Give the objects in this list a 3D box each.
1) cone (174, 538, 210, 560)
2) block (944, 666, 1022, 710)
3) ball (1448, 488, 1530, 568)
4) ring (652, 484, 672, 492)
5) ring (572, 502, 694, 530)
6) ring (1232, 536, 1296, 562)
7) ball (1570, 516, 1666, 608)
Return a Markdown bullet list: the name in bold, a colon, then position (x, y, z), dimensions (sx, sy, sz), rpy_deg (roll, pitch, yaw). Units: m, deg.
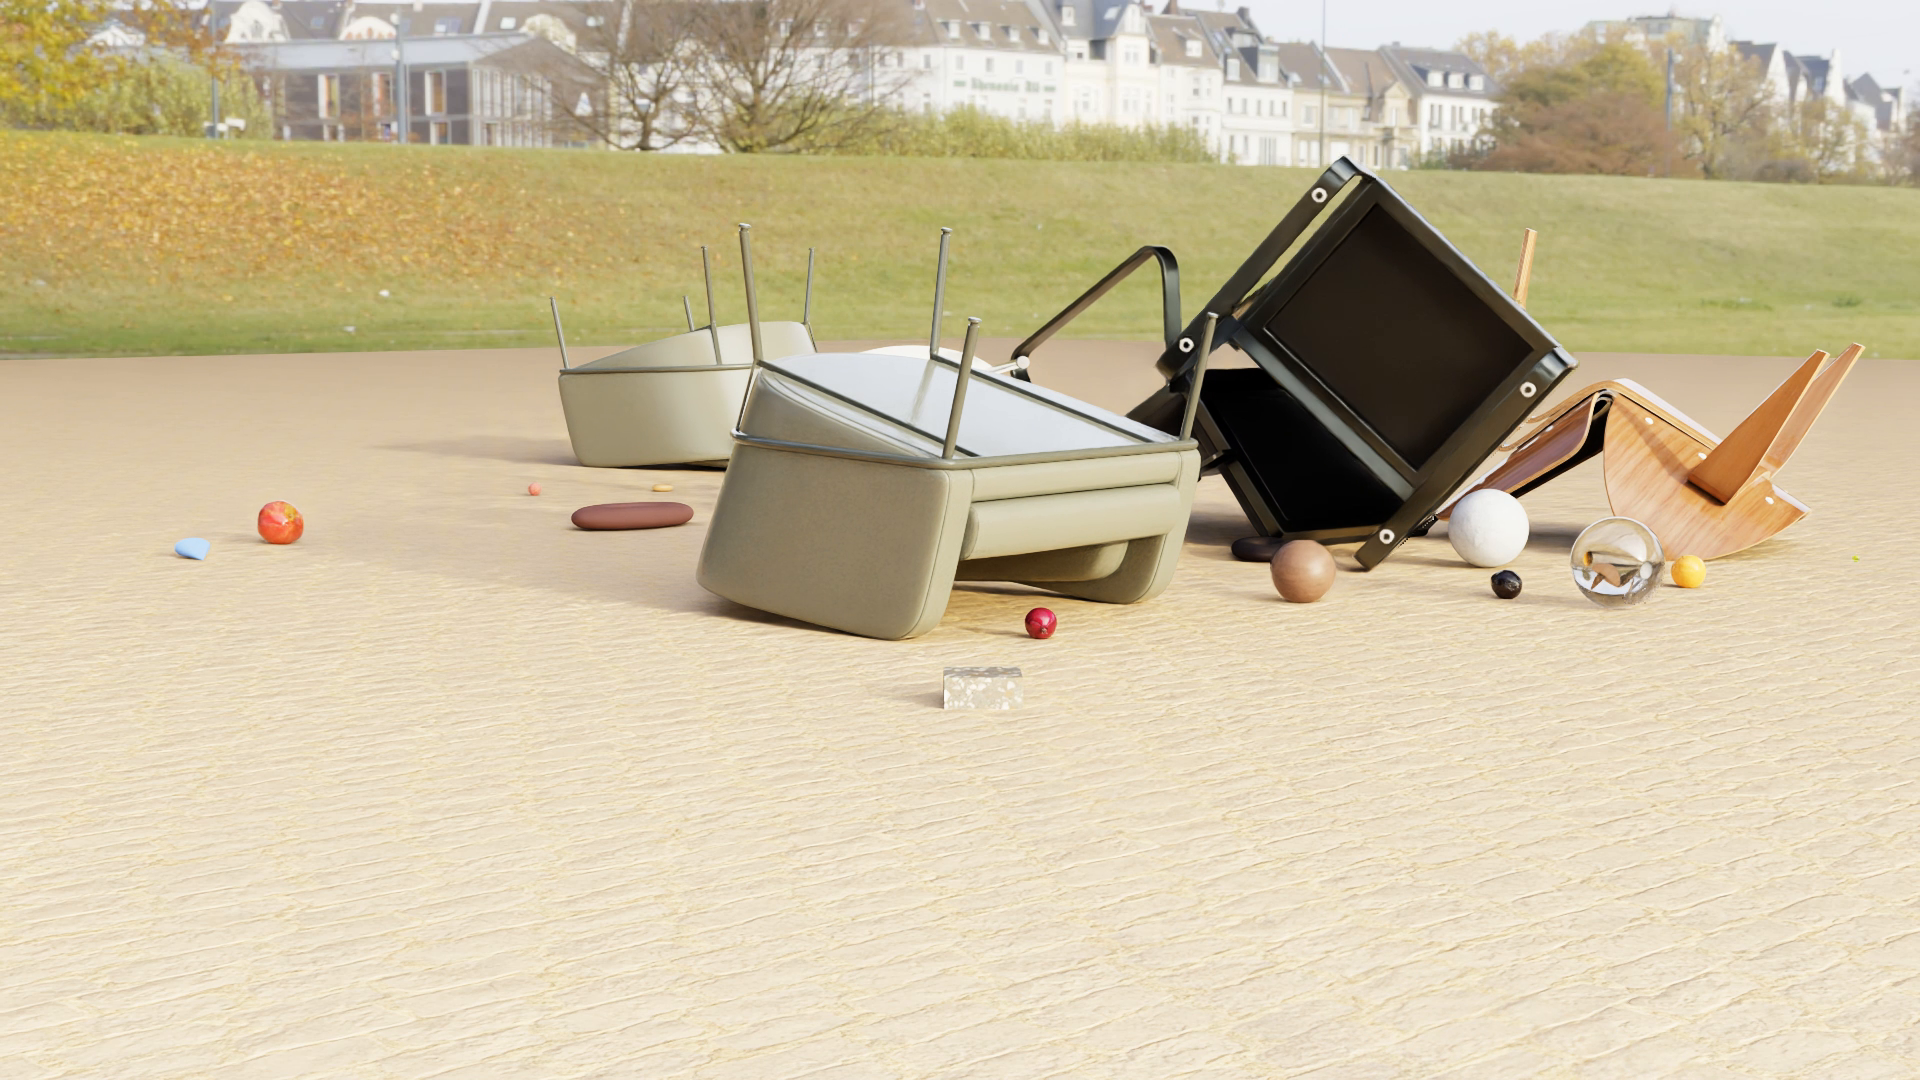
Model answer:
- **cone**: position (-1.778, 0.032, 5.984), dimensions (0.085, 0.049, 0.086), rpy_deg (-2, 22, -33)
- **block**: position (0.035, 0.228, 3.961), dimensions (0.119, 0.049, 0.109), rpy_deg (0, 6, -1)
- **ball**: position (1.194, -0.026, 5.795), dimensions (0.179, 0.179, 0.179), rpy_deg (0, 6, 0)
- **ring**: position (-0.912, -0.160, 7.868), dimensions (0.061, 0.021, 0.068), rpy_deg (4, 6, 30)
- **ring**: position (-0.860, -0.064, 6.751), dimensions (0.370, 0.059, 0.217), rpy_deg (-5, 7, -45)
- **ring**: position (0.712, 0.021, 6.018), dimensions (0.152, 0.040, 0.285), rpy_deg (2, 6, 7)
- **ball**: position (1.302, 0.045, 5.081), dimensions (0.184, 0.184, 0.184), rpy_deg (0, 6, 0)
